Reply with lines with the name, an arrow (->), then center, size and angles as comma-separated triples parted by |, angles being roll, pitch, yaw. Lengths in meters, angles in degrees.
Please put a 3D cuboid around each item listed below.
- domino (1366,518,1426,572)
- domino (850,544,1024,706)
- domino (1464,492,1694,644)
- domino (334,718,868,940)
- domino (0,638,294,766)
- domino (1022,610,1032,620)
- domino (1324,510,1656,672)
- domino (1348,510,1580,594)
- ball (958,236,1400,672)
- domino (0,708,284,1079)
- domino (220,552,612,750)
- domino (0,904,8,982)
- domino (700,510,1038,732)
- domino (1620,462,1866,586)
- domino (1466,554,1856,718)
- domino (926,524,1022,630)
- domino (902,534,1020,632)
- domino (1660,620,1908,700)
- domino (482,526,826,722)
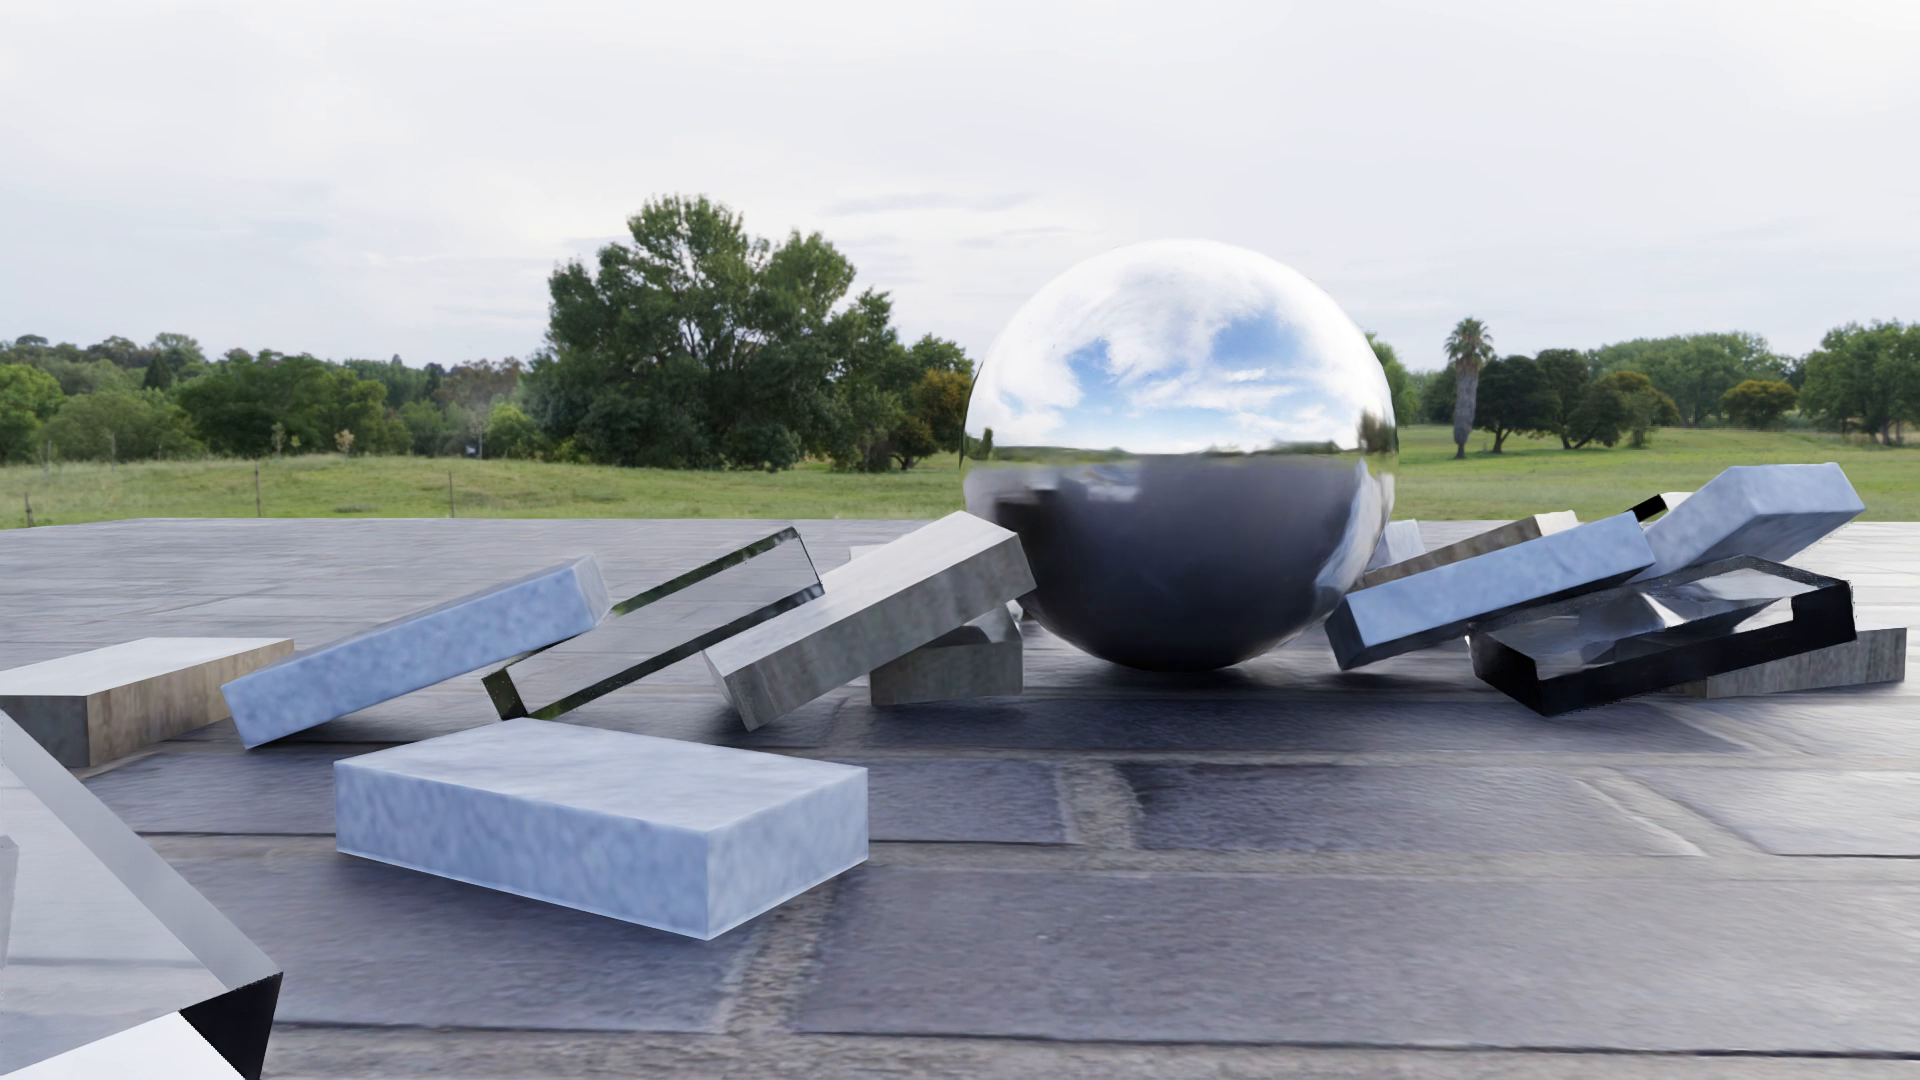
domino -> 0.084, 0.007, 0.314 | 0.050, 0.009, 0.025 | -19, -8, 35
domino -> -0.006, 0.013, 0.231 | 0.025, 0.009, 0.050 | -4, 20, -7
domino -> 0.130, 0.006, 0.264 | 0.025, 0.010, 0.050 | -3, -25, -36
domino -> -0.037, 0.028, 0.133 | 0.050, 0.010, 0.025 | 2, 5, 29
domino -> -0.127, 0.023, 0.194 | 0.025, 0.010, 0.050 | 0, 4, 2
domino -> 0.008, 0.013, 0.336 | 0.025, 0.010, 0.050 | 0, 4, 2
domino -> 0.092, 0.010, 0.228 | 0.050, 0.010, 0.025 | -17, -17, 2
domino -> 0.112, 0.007, 0.291 | 0.050, 0.010, 0.025 | -26, -14, 41
ball -> 0.040, -0.015, 0.239 | 0.080, 0.080, 0.080 | 0, 4, 0
domino -> -0.071, 0.023, 0.083 | 0.050, 0.010, 0.025 | 26, 16, 26
domino -> -0.080, 0.016, 0.194 | 0.050, 0.010, 0.025 | -19, 7, -8
domino -> -0.096, 0.024, 0.093 | 0.050, 0.010, 0.025 | 21, 14, 26
domino -> -0.016, 0.012, 0.206 | 0.050, 0.010, 0.025 | -26, 18, -15
domino -> 0.133, 0.004, 0.234 | 0.025, 0.009, 0.050 | -3, -30, -20
domino -> 0.114, 0.015, 0.211 | 0.050, 0.009, 0.025 | -14, 9, 0
domino -> 0.002, 0.009, 0.299 | 0.025, 0.009, 0.050 | 0, 20, 5
domino -> -0.001, 0.011, 0.265 | 0.025, 0.009, 0.050 | -1, 20, 1
domino -> 0.143, 0.020, 0.234 | 0.050, 0.010, 0.025 | -2, 5, -21
domino -> -0.047, 0.013, 0.201 | 0.050, 0.010, 0.025 | -25, 8, -7
